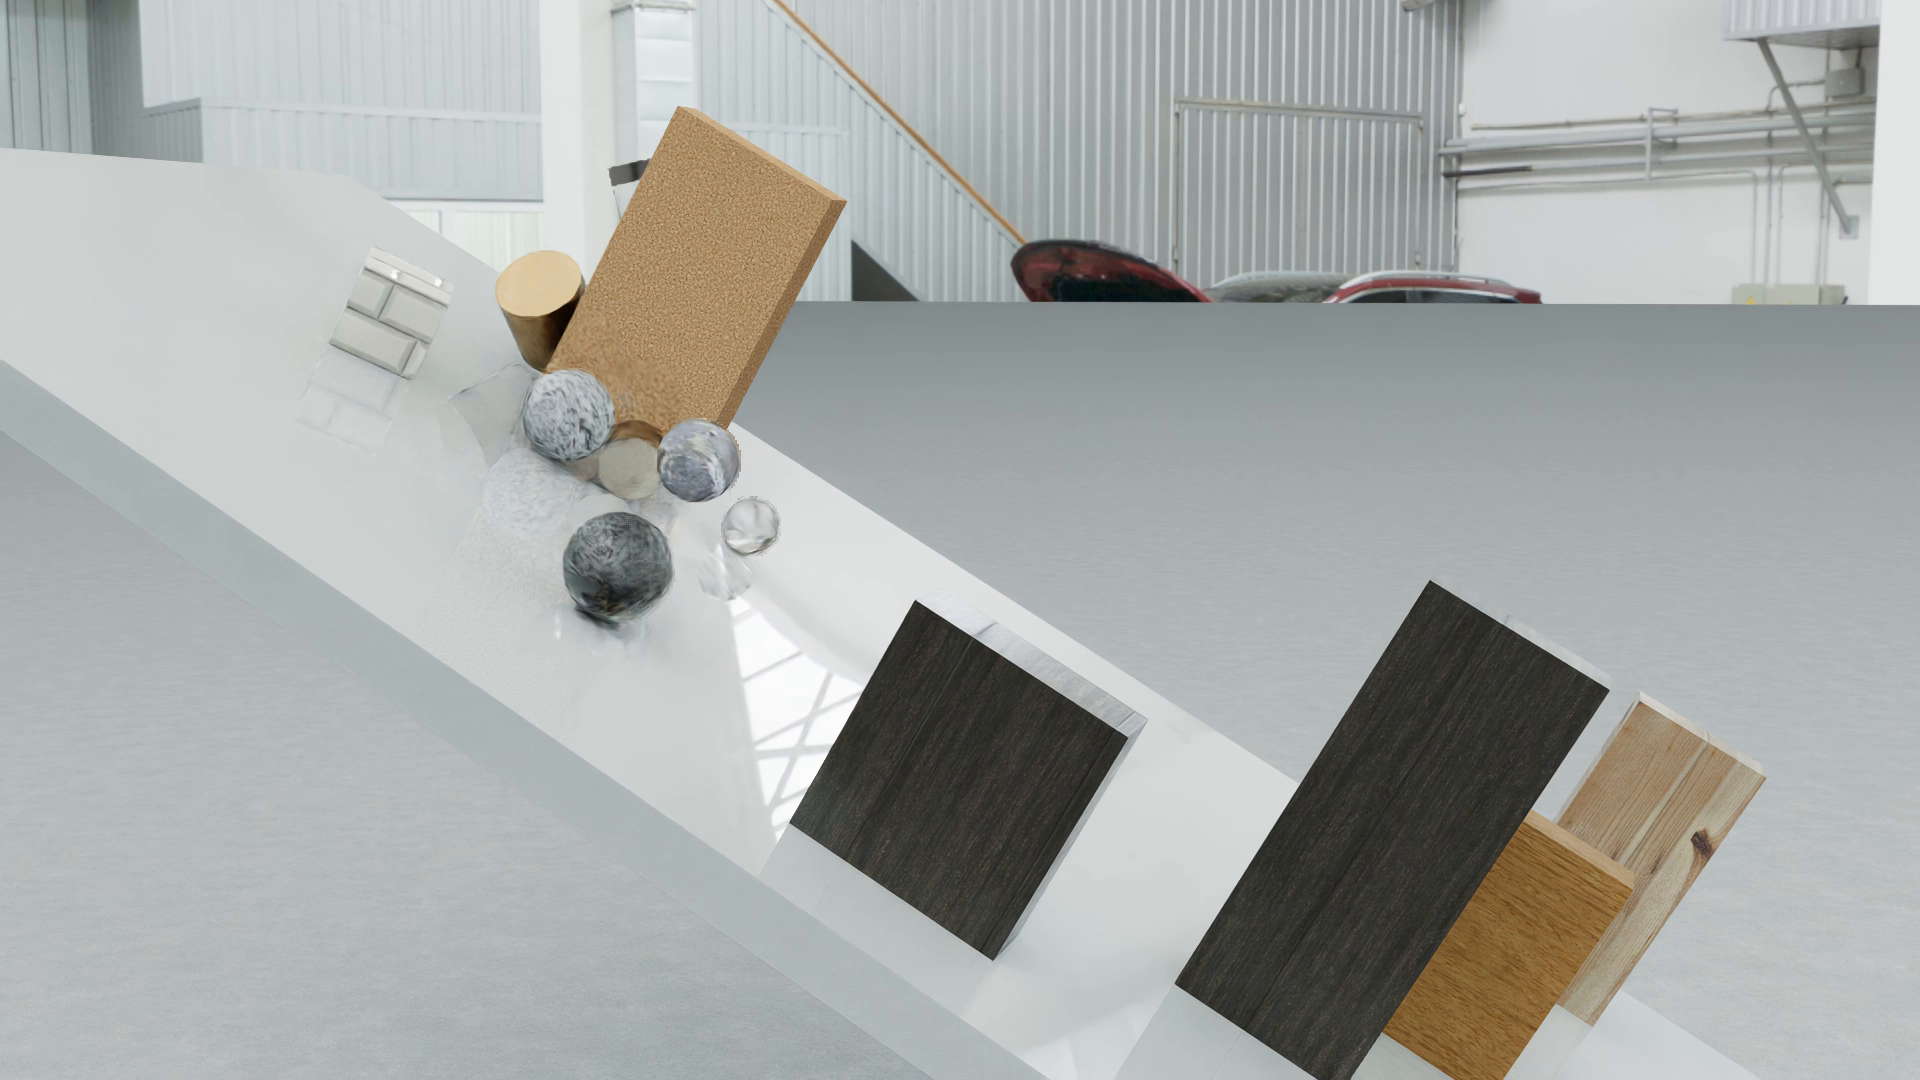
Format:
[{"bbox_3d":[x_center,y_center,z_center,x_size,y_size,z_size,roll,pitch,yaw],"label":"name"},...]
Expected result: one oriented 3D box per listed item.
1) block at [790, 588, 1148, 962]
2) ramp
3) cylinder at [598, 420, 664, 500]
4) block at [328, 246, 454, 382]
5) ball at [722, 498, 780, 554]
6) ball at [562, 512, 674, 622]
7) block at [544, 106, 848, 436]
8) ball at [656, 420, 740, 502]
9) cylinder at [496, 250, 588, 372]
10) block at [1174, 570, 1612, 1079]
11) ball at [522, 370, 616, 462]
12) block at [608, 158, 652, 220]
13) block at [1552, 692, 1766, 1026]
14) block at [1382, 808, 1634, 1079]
[{"bbox_3d":[0.012,0.350,3.329,0.375,0.407,0.137,32,15,11],"label":"block"},{"bbox_3d":[-0.184,0.304,4.128,4.000,0.100,2.000,32,15,11],"label":"ramp"},{"bbox_3d":[-0.646,-0.160,4.350,0.127,0.127,0.127,0,19,-4],"label":"cylinder"},{"bbox_3d":[-1.118,-0.447,4.330,0.172,0.172,0.172,25,15,-17],"label":"block"},{"bbox_3d":[-0.416,-0.027,4.375,0.113,0.113,0.113,0,7,0],"label":"ball"},{"bbox_3d":[-0.573,0.045,3.687,0.185,0.185,0.185,0,7,0],"label":"ball"},{"bbox_3d":[-0.564,-0.502,4.565,0.385,0.678,0.089,32,15,11],"label":"block"},{"bbox_3d":[-0.489,-0.147,4.101,0.154,0.154,0.154,0,7,0],"label":"ball"},{"bbox_3d":[-0.880,-0.490,4.726,0.187,0.187,0.187,1,-35,10],"label":"cylinder"},{"bbox_3d":[0.677,0.464,3.477,0.312,0.778,0.118,32,15,11],"label":"block"},{"bbox_3d":[-0.766,-0.245,4.304,0.180,0.180,0.180,0,7,0],"label":"ball"},{"bbox_3d":[-0.665,-0.725,4.777,0.151,0.151,0.151,-14,-15,-5],"label":"block"},{"bbox_3d":[1.325,0.643,4.438,0.278,0.616,0.113,32,15,11],"label":"block"},{"bbox_3d":[0.908,0.690,3.806,0.299,0.453,0.110,32,15,11],"label":"block"}]
